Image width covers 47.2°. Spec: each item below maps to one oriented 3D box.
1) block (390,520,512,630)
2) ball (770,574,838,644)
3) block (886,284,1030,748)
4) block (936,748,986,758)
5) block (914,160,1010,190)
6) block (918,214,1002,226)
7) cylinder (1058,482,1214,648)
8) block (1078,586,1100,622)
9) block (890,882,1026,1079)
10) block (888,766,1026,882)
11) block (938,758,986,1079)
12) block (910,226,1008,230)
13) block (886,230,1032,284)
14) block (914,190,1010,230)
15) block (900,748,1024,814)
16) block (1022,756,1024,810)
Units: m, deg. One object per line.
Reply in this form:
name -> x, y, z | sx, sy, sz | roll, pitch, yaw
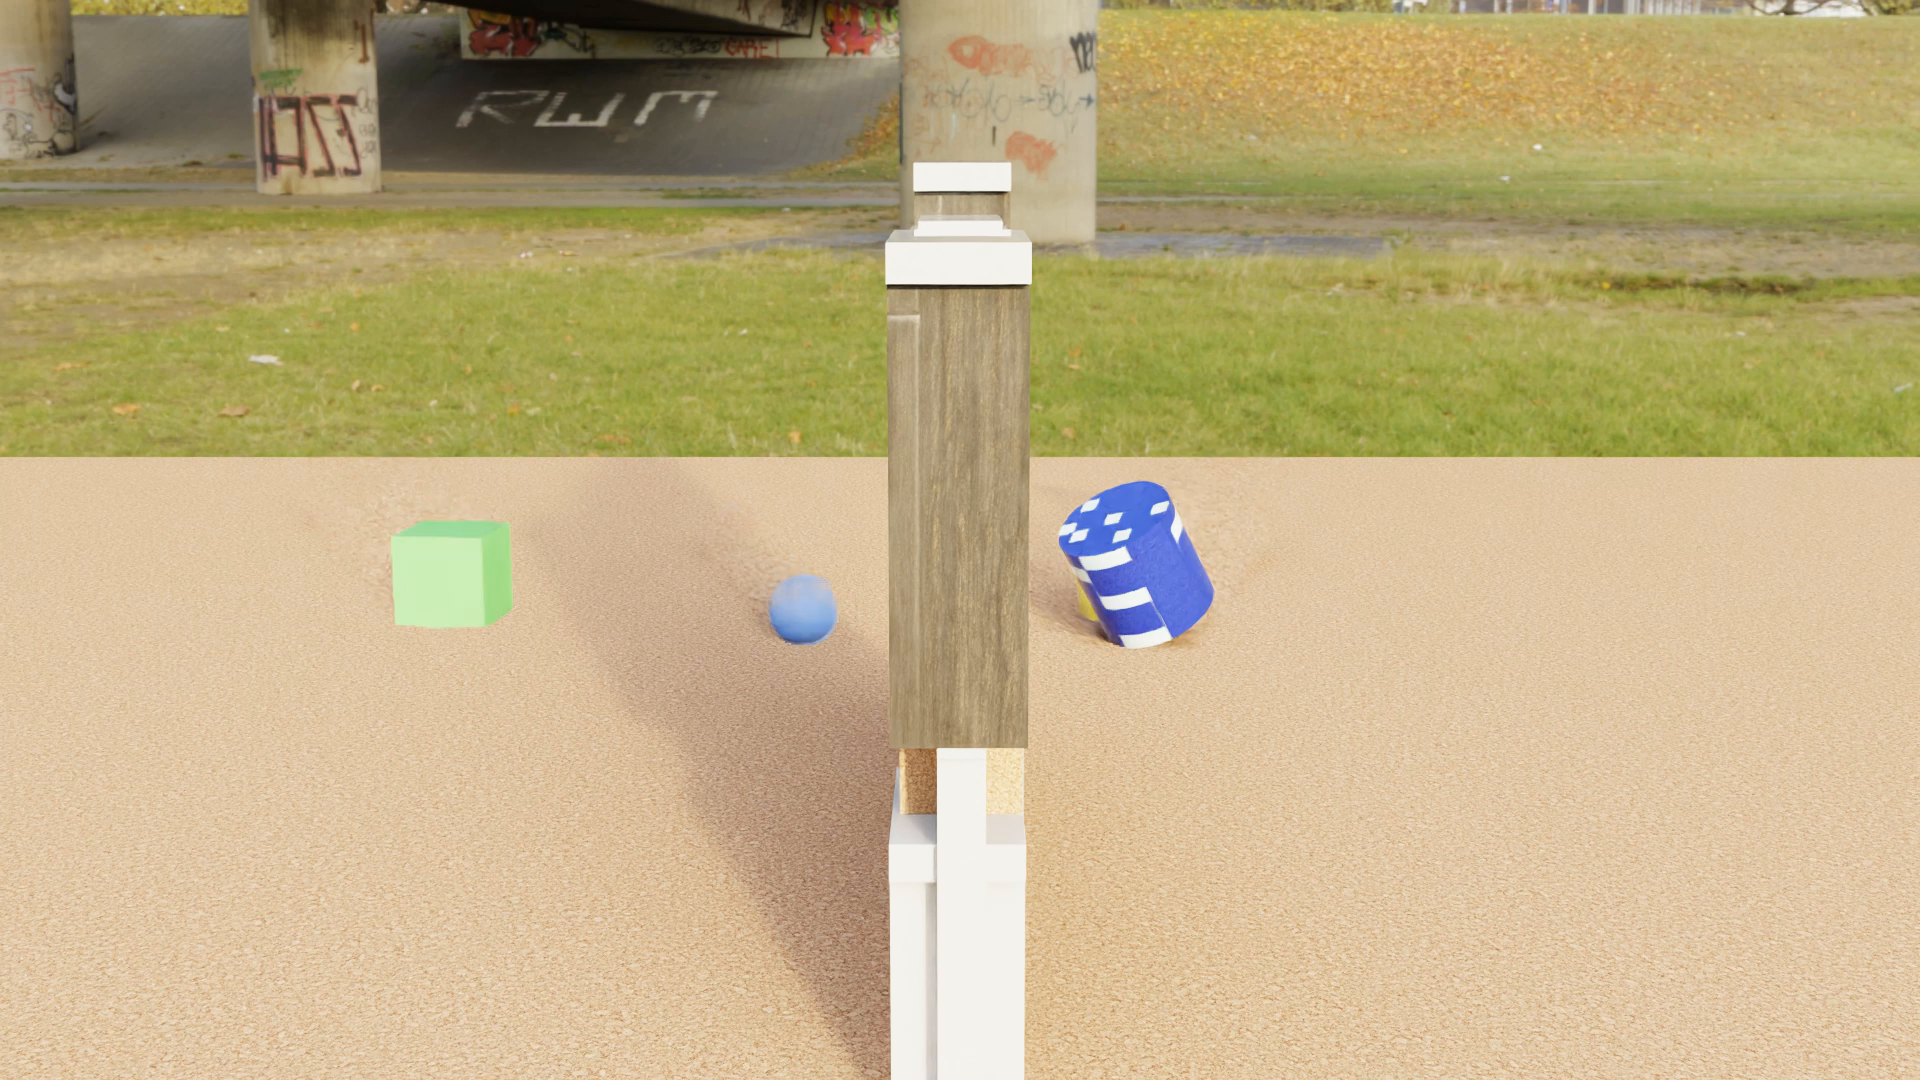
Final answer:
block -> -1.320, 0.088, 5.725 | 0.236, 0.236, 0.236 | 1, 11, 6
ball -> -0.388, 0.172, 5.455 | 0.170, 0.170, 0.170 | 0, 11, 0
block -> -0.002, -0.028, 2.612 | 0.166, 0.557, 0.047 | 0, 11, 0
block -> 0.002, 0.245, 2.713 | 0.059, 0.017, 0.119 | 0, 11, 0
block -> 0.005, -0.704, 4.245 | 0.180, 0.051, 0.360 | 0, 10, 0
block -> 0.000, -0.536, 3.795 | 0.141, 0.040, 0.282 | 0, 11, 0
cylinder -> 0.435, 0.061, 5.414 | 0.292, 0.292, 0.292 | -22, 29, 13
block -> 0.391, 0.135, 5.767 | 0.129, 0.129, 0.129 | -2, 11, -11
block -> -0.003, 0.579, 2.804 | 0.169, 0.338, 0.048 | 0, 11, 0
block -> -0.003, 0.368, 2.879 | 0.169, 0.048, 0.338 | 0, 11, 0
block -> 0.002, 0.509, 2.722 | 0.059, 0.505, 0.017 | 0, 11, 0
block -> -0.002, -0.471, 3.500 | 0.157, 0.044, 0.313 | 0, 11, 0
block -> -0.002, -0.345, 2.666 | 0.166, 0.047, 0.332 | 0, 11, 0
block -> 0.005, -0.480, 4.165 | 0.180, 0.360, 0.051 | 0, 10, 1
block -> 0.002, 0.194, 2.823 | 0.158, 0.316, 0.045 | 0, 11, 0
block -> 0.003, 0.209, 3.158 | 0.176, 0.587, 0.050 | 0, 10, 0
